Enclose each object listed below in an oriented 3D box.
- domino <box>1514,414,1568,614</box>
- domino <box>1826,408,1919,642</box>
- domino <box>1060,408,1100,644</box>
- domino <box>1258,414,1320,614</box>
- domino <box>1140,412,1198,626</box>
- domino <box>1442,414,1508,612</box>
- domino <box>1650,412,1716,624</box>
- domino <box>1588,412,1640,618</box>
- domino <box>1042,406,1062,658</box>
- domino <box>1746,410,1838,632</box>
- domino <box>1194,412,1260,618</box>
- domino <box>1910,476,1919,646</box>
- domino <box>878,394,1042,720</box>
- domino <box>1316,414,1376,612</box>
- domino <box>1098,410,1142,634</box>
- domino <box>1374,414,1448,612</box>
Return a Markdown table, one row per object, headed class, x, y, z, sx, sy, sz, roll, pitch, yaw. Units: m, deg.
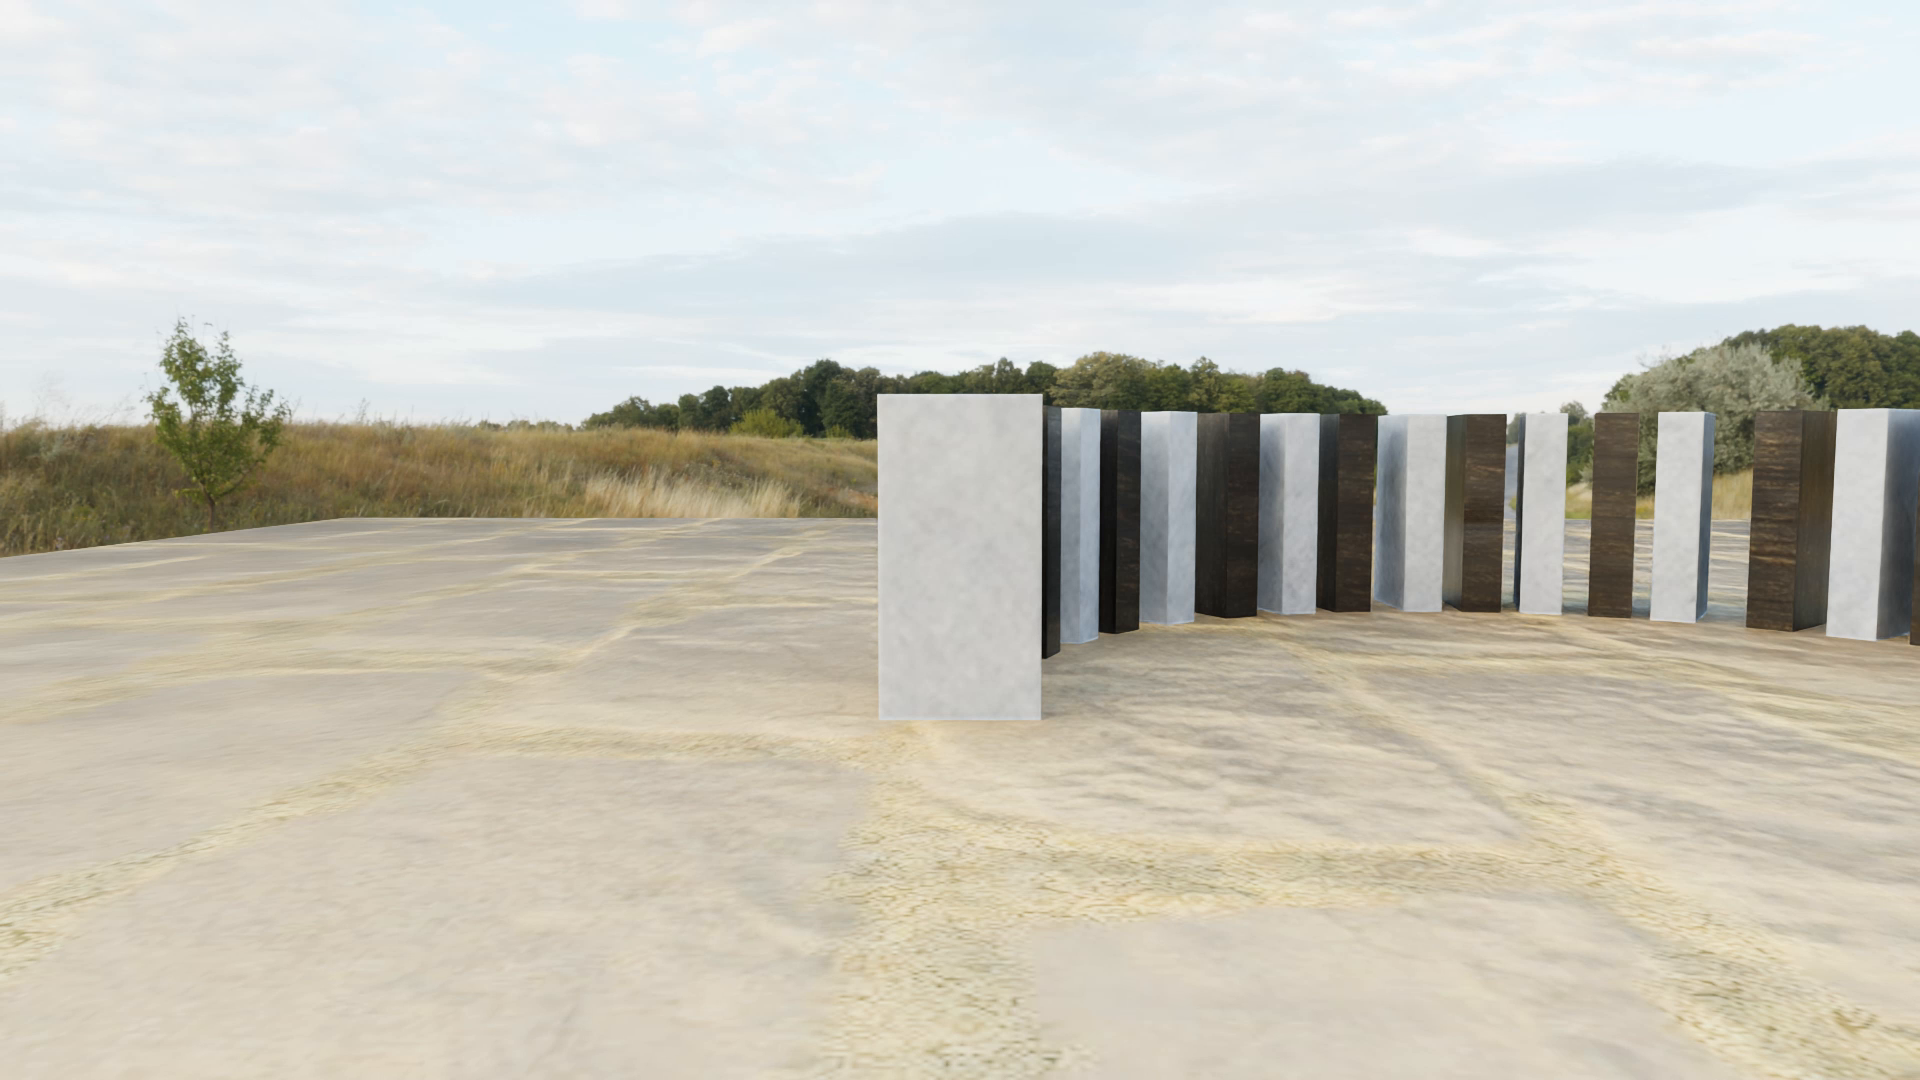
| class | x | y | z | sx | sy | sz | roll | pitch | yaw |
| --- | --- | --- | --- | --- | --- | --- | --- | --- | --- |
| domino | 0.149 | -0.007 | 0.331 | 0.010 | 0.050 | 0.025 | 2 | 5 | 20 |
| domino | 0.205 | -0.004 | 0.286 | 0.025 | 0.050 | 0.010 | -3 | 5 | -35 |
| domino | 0.017 | -0.004 | 0.282 | 0.025 | 0.050 | 0.009 | 3 | 5 | 31 |
| domino | 0.081 | -0.007 | 0.331 | 0.010 | 0.050 | 0.025 | -1 | 4 | -17 |
| domino | 0.045 | -0.006 | 0.312 | 0.010 | 0.050 | 0.025 | -3 | 5 | -38 |
| domino | 0.134 | -0.008 | 0.335 | 0.009 | 0.050 | 0.025 | 1 | 4 | 10 |
| domino | 0.178 | -0.006 | 0.316 | 0.009 | 0.050 | 0.025 | 3 | 5 | 36 |
| domino | 0.165 | -0.007 | 0.324 | 0.010 | 0.050 | 0.025 | 2 | 5 | 28 |
| domino | 0.007 | -0.002 | 0.261 | 0.025 | 0.050 | 0.009 | 2 | 5 | 21 |
| domino | 0.195 | -0.005 | 0.300 | 0.025 | 0.050 | 0.009 | -3 | 6 | -39 |
| domino | 0.064 | -0.007 | 0.324 | 0.010 | 0.050 | 0.025 | -2 | 5 | -27 |
| domino | 0.214 | -0.003 | 0.273 | 0.025 | 0.050 | 0.010 | -3 | 5 | -34 |
| domino | 0.000 | 0.002 | 0.201 | 0.025 | 0.050 | 0.010 | 0 | 4 | 0 |
| domino | 0.098 | -0.008 | 0.335 | 0.009 | 0.050 | 0.025 | -1 | 4 | -9 |
| domino | 0.029 | -0.005 | 0.297 | 0.025 | 0.050 | 0.010 | 4 | 6 | 41 |
| domino | 0.118 | -0.008 | 0.336 | 0.010 | 0.050 | 0.025 | 0 | 4 | 1 |
